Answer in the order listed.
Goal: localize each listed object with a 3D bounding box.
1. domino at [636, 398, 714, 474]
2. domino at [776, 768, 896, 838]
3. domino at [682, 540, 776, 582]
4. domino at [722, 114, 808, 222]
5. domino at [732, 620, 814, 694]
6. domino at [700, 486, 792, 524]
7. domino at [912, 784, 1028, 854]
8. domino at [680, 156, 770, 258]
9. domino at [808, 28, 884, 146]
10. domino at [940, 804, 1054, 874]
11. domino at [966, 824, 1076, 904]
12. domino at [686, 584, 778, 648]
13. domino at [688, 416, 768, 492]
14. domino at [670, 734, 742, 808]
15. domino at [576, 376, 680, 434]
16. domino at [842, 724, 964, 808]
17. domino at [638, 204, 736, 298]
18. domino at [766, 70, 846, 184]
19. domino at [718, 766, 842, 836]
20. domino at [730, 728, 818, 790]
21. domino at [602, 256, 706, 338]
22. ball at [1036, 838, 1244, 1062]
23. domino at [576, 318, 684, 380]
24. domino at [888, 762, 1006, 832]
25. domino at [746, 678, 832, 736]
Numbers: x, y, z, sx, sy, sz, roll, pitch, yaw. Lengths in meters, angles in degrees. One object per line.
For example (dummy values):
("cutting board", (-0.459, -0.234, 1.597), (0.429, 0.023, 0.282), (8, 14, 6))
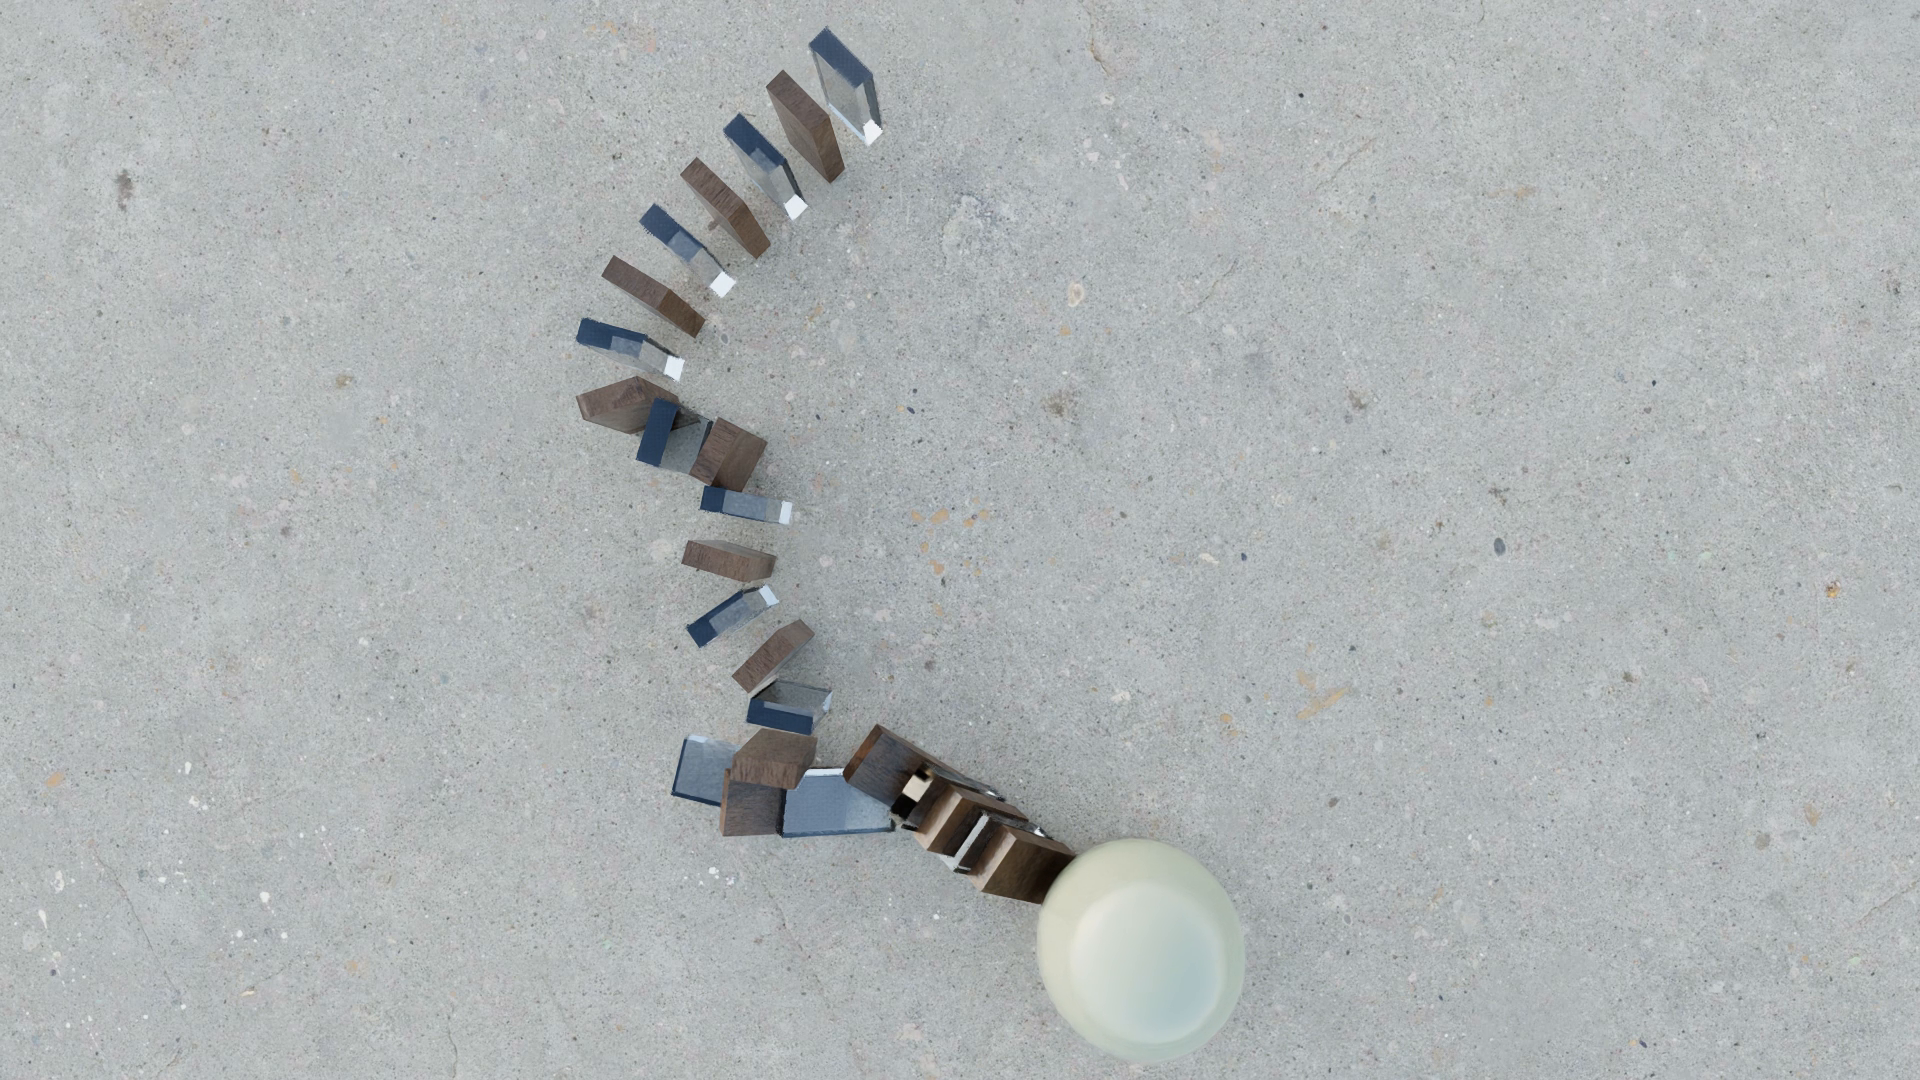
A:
("domino", (-0.116, -0.041, 0.375), (0.009, 0.050, 0.025), (17, 90, 0))
("domino", (-0.050, 0.110, 0.384), (0.050, 0.009, 0.025), (6, 90, -28))
("domino", (-0.093, 0.008, 0.375), (0.025, 0.050, 0.010), (17, 90, 0))
("domino", (-0.079, -0.151, 0.375), (0.025, 0.050, 0.009), (45, 90, 0))
("domino", (-0.075, 0.047, 0.375), (0.025, 0.050, 0.010), (-45, 90, 0))
("domino", (-0.086, -0.014, 0.375), (0.025, 0.050, 0.009), (11, 90, 0))
("domino", (0.006, 0.119, 0.379), (0.010, 0.050, 0.025), (34, 90, 45))
("domino", (-0.095, -0.134, 0.375), (0.025, 0.050, 0.010), (43, 90, 0))
("domino", (-0.046, -0.184, 0.375), (0.010, 0.050, 0.025), (-45, 90, 0))
("domino", (0.016, 0.127, 0.379), (0.010, 0.050, 0.025), (34, 90, 45))
("domino", (0.027, 0.135, 0.379), (0.010, 0.050, 0.025), (34, 90, 45))
("domino", (-0.092, 0.030, 0.375), (0.025, 0.050, 0.010), (-34, 90, 0))
("domino", (-0.094, -0.034, 0.375), (0.009, 0.050, 0.025), (28, 90, 0))
("domino", (-0.096, 0.103, 0.395), (0.050, 0.009, 0.025), (14, 90, 0))
("domino", (-0.134, -0.054, 0.375), (0.025, 0.050, 0.010), (-18, 90, 0))
("domino", (-0.022, 0.101, 0.385), (0.050, 0.009, 0.025), (36, 88, -24))
("domino", (-0.110, -0.117, 0.375), (0.025, 0.050, 0.010), (40, 90, 0))
("domino", (-0.062, -0.168, 0.375), (0.009, 0.050, 0.025), (-45, 90, 0))
("domino", (-0.074, 0.109, 0.384), (0.050, 0.009, 0.025), (6, 93, -26))
("domino", (-0.075, 0.089, 0.375), (0.025, 0.050, 0.009), (10, 90, 0))
("domino", (-0.124, -0.098, 0.375), (0.025, 0.050, 0.010), (31, 90, 0))
("ball", (0.070, 0.159, 0.360), (0.080, 0.080, 0.080), (0, 90, 0))
("domino", (-0.134, -0.077, 0.375), (0.025, 0.050, 0.010), (15, 90, 0))
("domino", (-0.005, 0.110, 0.379), (0.010, 0.050, 0.025), (34, 90, 45))
("domino", (-0.069, 0.068, 0.375), (0.025, 0.050, 0.010), (12, 90, 0))
